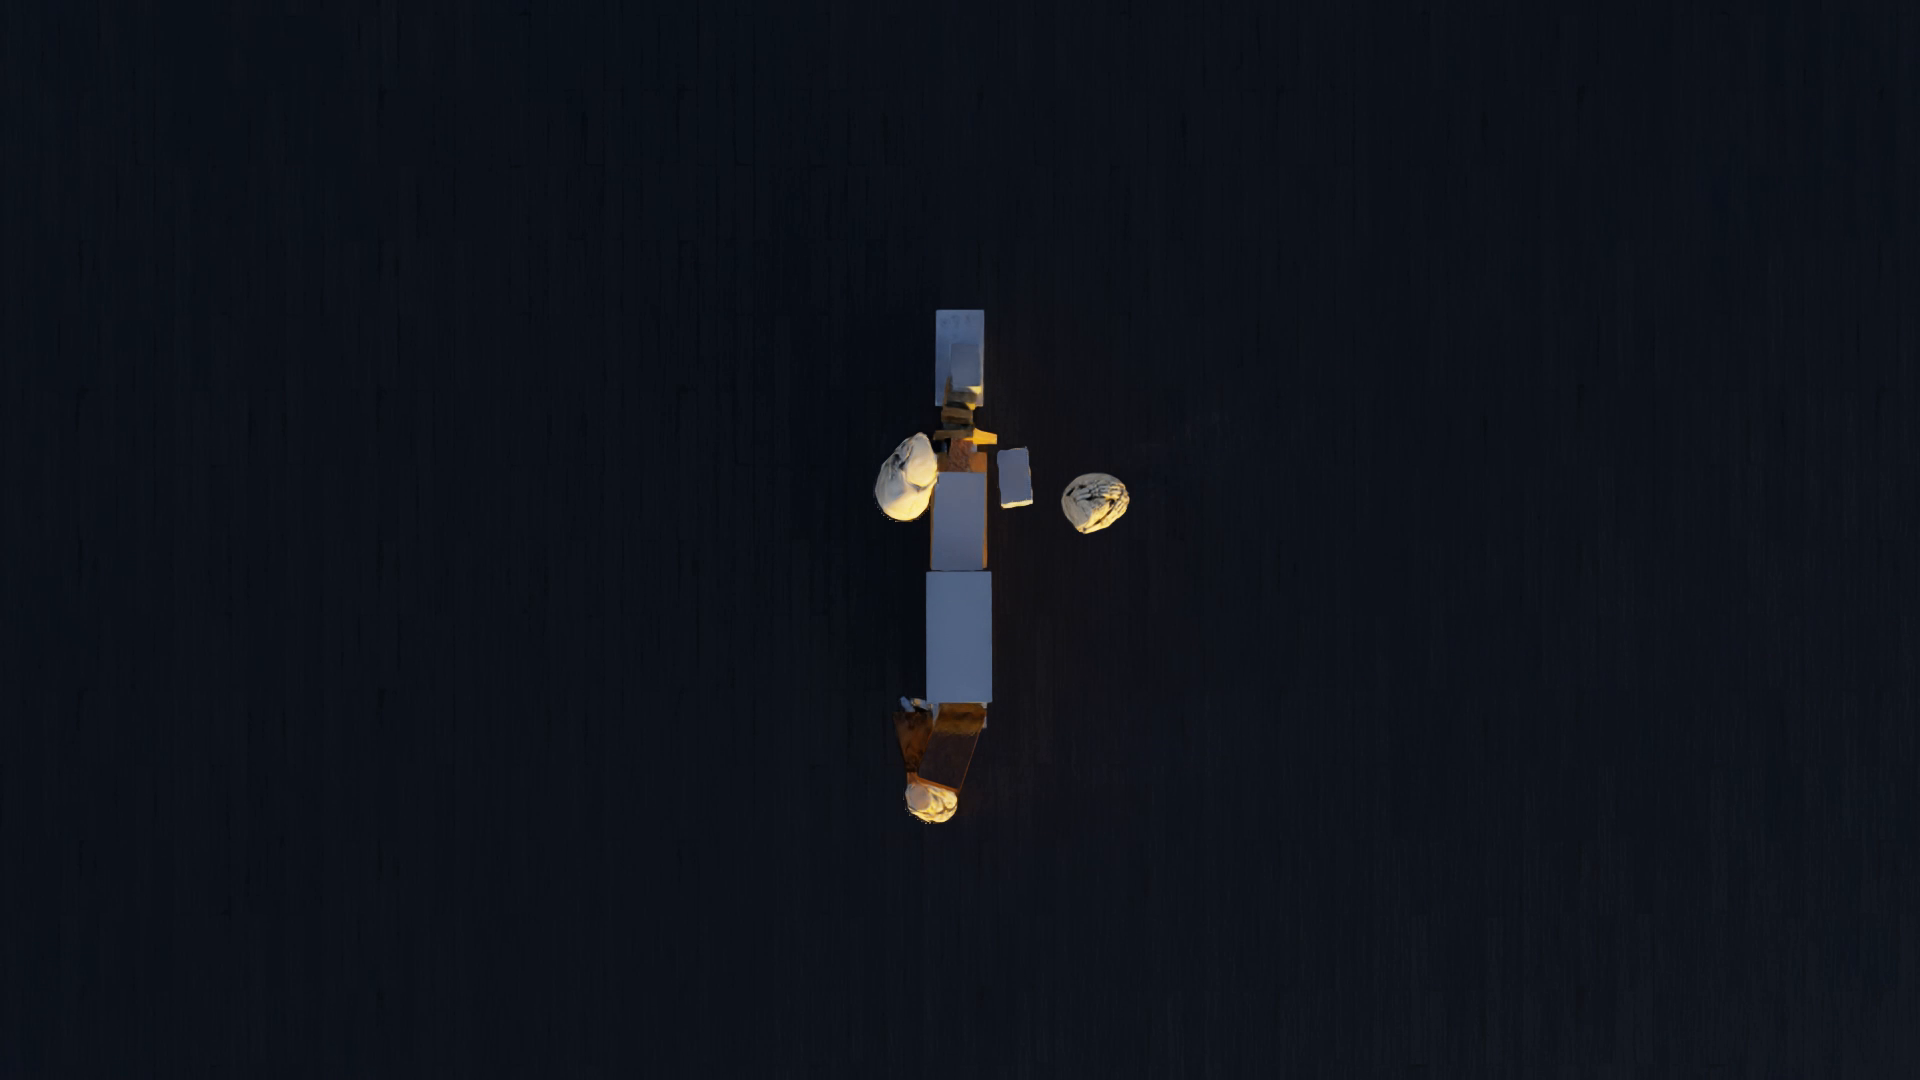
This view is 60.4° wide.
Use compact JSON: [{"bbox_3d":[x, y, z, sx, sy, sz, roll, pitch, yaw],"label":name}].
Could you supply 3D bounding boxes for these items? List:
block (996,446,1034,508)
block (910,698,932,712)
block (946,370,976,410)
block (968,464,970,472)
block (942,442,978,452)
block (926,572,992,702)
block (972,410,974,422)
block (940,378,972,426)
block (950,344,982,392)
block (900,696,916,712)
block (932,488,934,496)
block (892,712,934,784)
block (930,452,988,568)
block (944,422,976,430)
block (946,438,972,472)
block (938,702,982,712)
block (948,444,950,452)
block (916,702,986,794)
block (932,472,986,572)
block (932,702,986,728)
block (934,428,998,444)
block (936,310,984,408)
[{"bbox_3d":[0.152,-0.172,4.542,0.085,0.024,0.171,-8,61,8],"label":"block"},{"bbox_3d":[-0.096,0.552,5.451,0.136,0.068,0.019,20,77,-12],"label":"block"},{"bbox_3d":[0.010,-0.459,4.912,0.086,0.024,0.171,7,47,0],"label":"block"},{"bbox_3d":[-0.002,-0.206,4.792,0.062,0.123,0.017,0,108,0],"label":"block"},{"bbox_3d":[0.000,-0.234,5.255,0.114,0.032,0.229,0,90,0],"label":"block"},{"bbox_3d":[-0.002,0.262,4.479,0.177,0.050,0.354,0,90,0],"label":"block"},{"bbox_3d":[0.002,-0.437,5.322,0.083,0.024,0.167,0,90,0],"label":"block"},{"bbox_3d":[-0.003,-0.413,4.905,0.090,0.180,0.025,7,134,0],"label":"block"},{"bbox_3d":[0.017,-0.514,4.916,0.086,0.024,0.171,1,54,-4],"label":"block"},{"bbox_3d":[-0.147,0.574,5.352,0.019,0.068,0.136,-33,66,-10],"label":"block"},{"bbox_3d":[-0.005,-0.141,4.713,0.140,0.280,0.040,4,93,0],"label":"block"},{"bbox_3d":[-0.119,0.609,4.900,0.123,0.733,0.035,0,97,-6],"label":"block"},{"bbox_3d":[-0.003,-0.089,4.878,0.169,0.048,0.338,0,90,0],"label":"block"},{"bbox_3d":[-0.001,-0.339,4.940,0.090,0.283,0.025,7,97,0],"label":"block"},{"bbox_3d":[-0.004,-0.227,4.724,0.062,0.017,0.123,10,84,1],"label":"block"},{"bbox_3d":[0.001,0.488,4.734,0.123,0.246,0.035,0,92,0],"label":"block"},{"bbox_3d":[-0.005,-0.279,4.908,0.062,0.351,0.017,0,103,0],"label":"block"},{"bbox_3d":[-0.022,0.564,4.547,0.123,0.035,0.246,16,65,8],"label":"block"},{"bbox_3d":[-0.003,-0.047,4.553,0.140,0.040,0.280,2,90,0],"label":"block"},{"bbox_3d":[0.000,0.395,4.880,0.159,0.045,0.319,0,90,0],"label":"block"},{"bbox_3d":[0.016,-0.297,4.770,0.090,0.180,0.026,11,83,-39],"label":"block"},{"bbox_3d":[0.000,-0.550,5.000,0.145,0.041,0.290,0,90,0],"label":"block"}]
